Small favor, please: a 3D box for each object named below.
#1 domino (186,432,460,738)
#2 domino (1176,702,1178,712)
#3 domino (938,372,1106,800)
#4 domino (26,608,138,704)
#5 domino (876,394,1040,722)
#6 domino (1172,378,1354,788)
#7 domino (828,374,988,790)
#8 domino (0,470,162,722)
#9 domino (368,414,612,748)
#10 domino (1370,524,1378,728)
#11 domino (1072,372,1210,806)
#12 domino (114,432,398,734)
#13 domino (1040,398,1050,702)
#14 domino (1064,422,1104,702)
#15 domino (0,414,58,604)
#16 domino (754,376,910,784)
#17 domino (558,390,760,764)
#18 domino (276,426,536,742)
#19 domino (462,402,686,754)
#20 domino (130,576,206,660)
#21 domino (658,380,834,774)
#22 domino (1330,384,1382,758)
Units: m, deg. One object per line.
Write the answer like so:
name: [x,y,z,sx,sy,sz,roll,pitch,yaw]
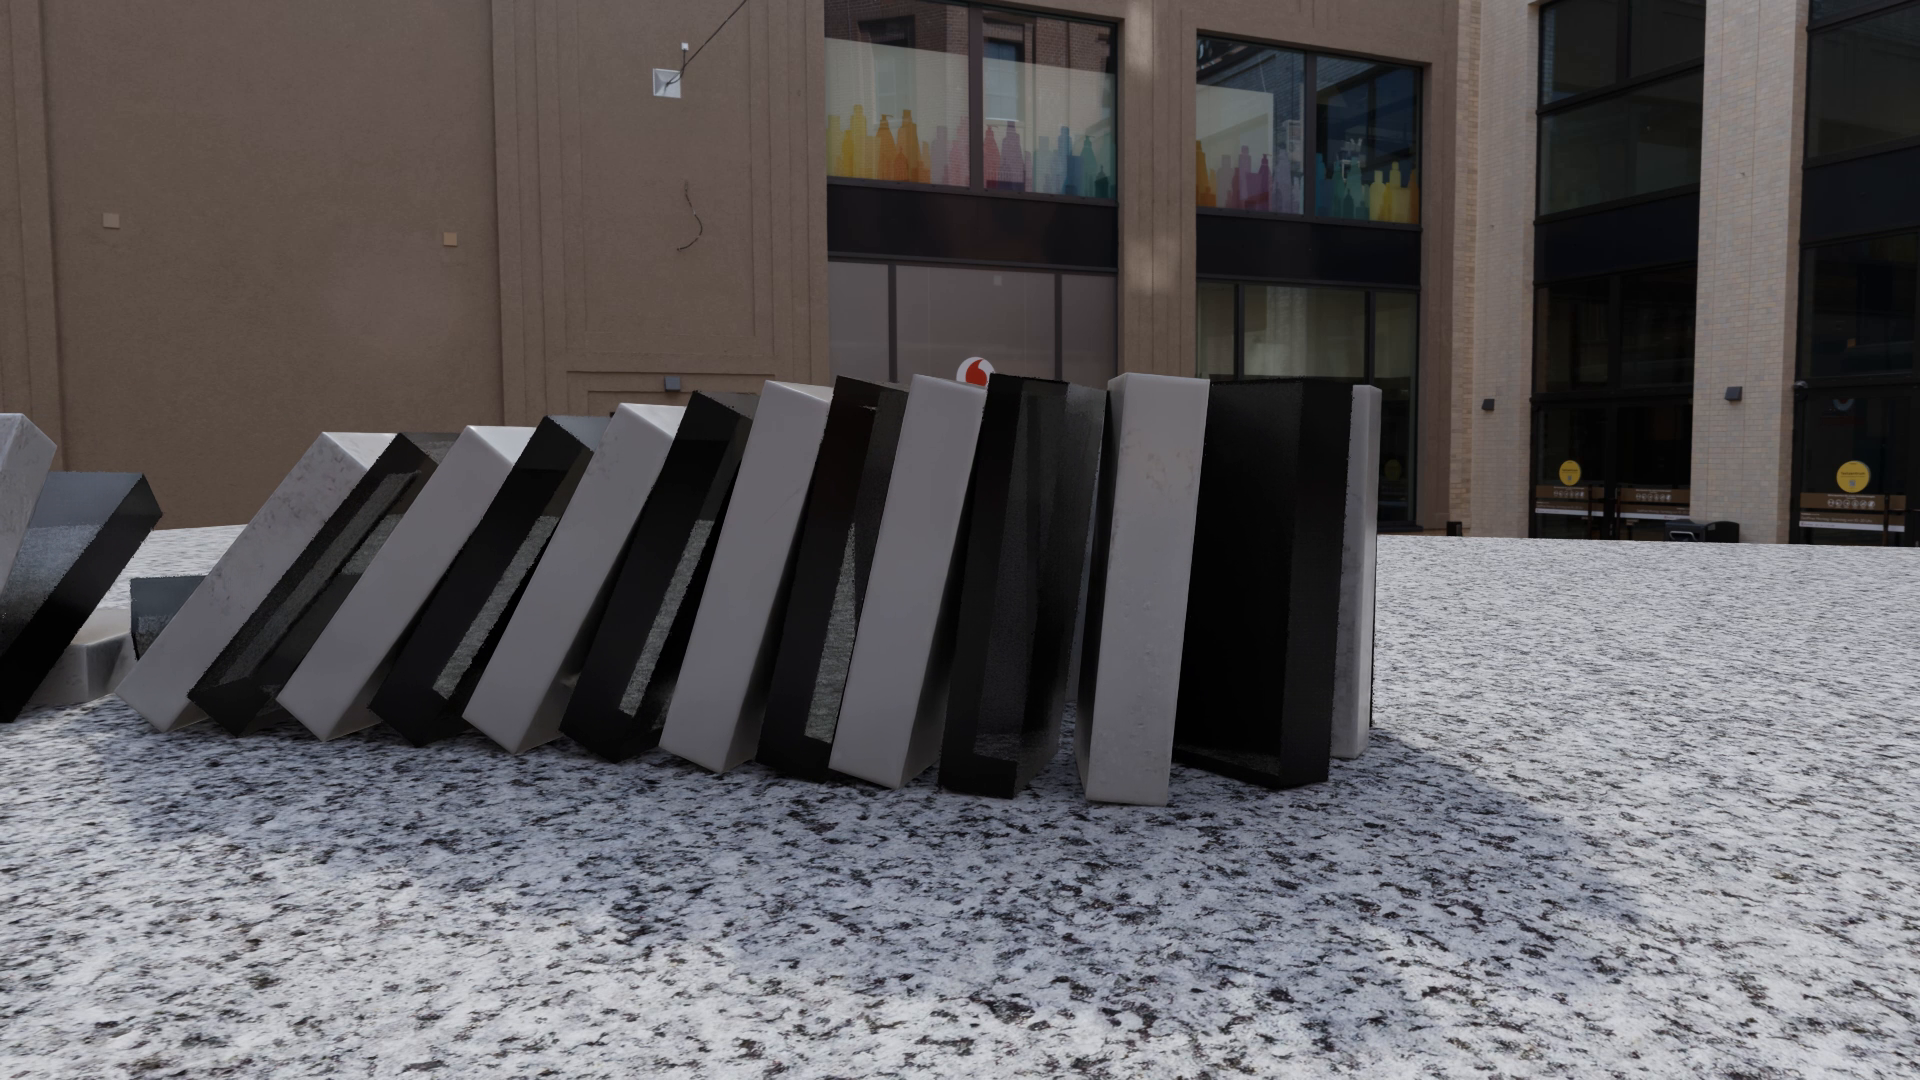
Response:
domino: [-0.092,0.006,0.196,0.009,0.050,0.025,40,4,-2]
domino: [0.044,0.002,0.210,0.025,0.050,0.009,-3,5,-33]
domino: [0.008,0.005,0.164,0.009,0.050,0.025,9,7,16]
domino: [-0.160,0.020,0.233,0.025,0.009,0.050,-1,4,-10]
domino: [0.000,0.003,0.200,0.025,0.050,0.009,0,4,4]
domino: [0.037,0.005,0.168,0.009,0.050,0.025,1,4,-36]
domino: [-0.003,0.005,0.167,0.009,0.050,0.025,15,8,15]
domino: [-0.157,0.008,0.211,0.025,0.009,0.050,1,41,-2]
domino: [-0.063,0.005,0.188,0.009,0.050,0.025,36,11,8]
domino: [0.049,0.003,0.196,0.025,0.050,0.009,0,3,0]
domino: [0.022,0.005,0.161,0.009,0.050,0.025,5,5,1]
domino: [-0.104,0.006,0.199,0.009,0.050,0.025,40,4,-2]
domino: [0.002,0.001,0.216,0.025,0.050,0.009,4,6,42]
domino: [0.017,0.001,0.223,0.009,0.050,0.025,-1,4,-12]
domino: [-0.159,0.005,0.192,0.025,0.050,0.010,0,-28,-3]
domino: [-0.013,0.004,0.170,0.009,0.050,0.025,15,8,15]
domino: [-0.036,0.004,0.179,0.009,0.050,0.025,27,11,13]
domino: [-0.077,0.006,0.192,0.010,0.050,0.025,39,10,5]
domino: [-0.049,0.005,0.183,0.009,0.050,0.025,33,12,11]
domino: [-0.117,0.015,0.228,0.050,0.010,0.025,-2,-25,-29]
domino: [-0.024,0.004,0.174,0.009,0.050,0.025,20,10,15]
domino: [0.045,0.004,0.181,0.025,0.050,0.009,3,3,27]
